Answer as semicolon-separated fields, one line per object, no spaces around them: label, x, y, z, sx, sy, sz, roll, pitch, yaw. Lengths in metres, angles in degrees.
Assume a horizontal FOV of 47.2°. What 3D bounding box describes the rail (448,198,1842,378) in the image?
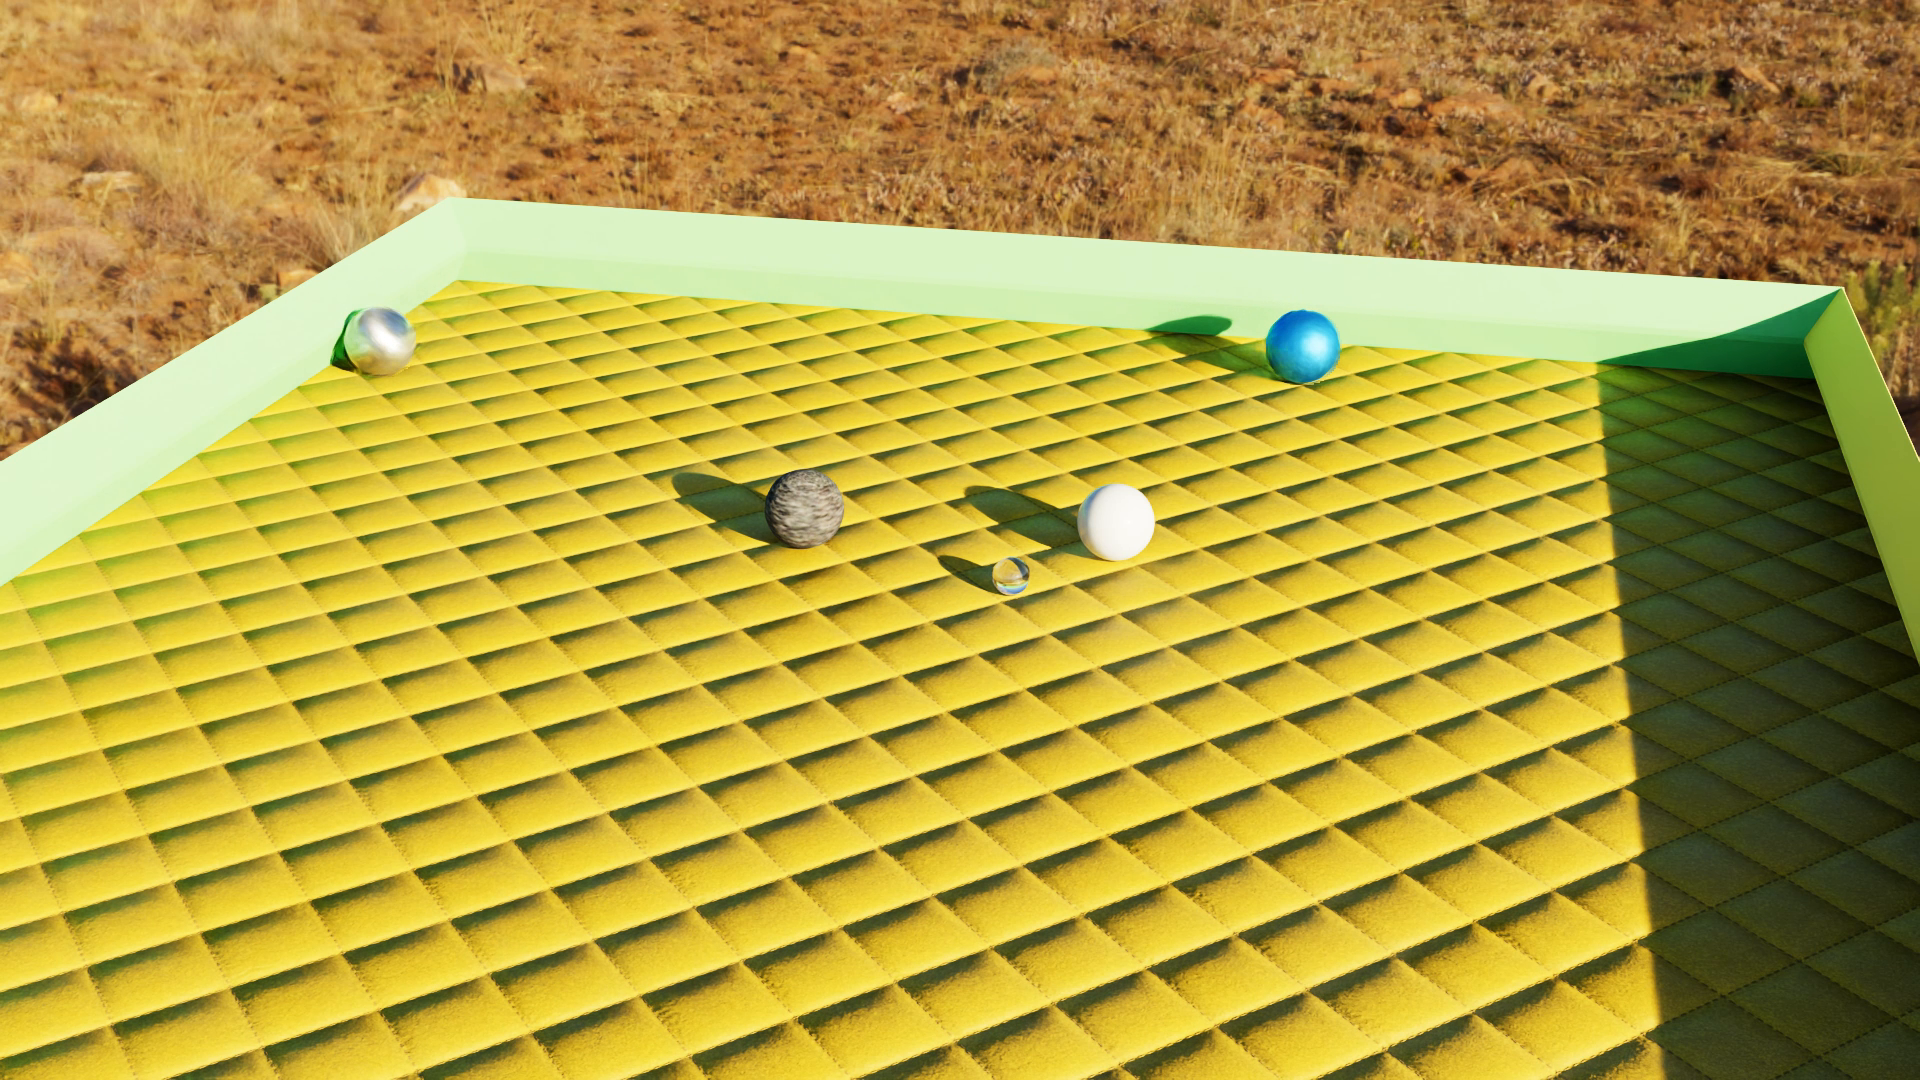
rail;0.193;-0.360;3.134;2.003;0.128;0.045;5;25;12

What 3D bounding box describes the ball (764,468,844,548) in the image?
ball;-0.174;-0.035;2.453;0.089;0.089;0.089;0;24;0

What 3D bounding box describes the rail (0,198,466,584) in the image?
rail;-1.151;0.232;1.801;0.045;0.128;3.498;5;25;12

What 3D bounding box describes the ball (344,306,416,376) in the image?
ball;-0.784;-0.270;2.975;0.094;0.094;0.094;0;24;0

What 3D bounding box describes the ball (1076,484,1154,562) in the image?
ball;0.172;-0.020;2.422;0.086;0.086;0.086;0;24;0

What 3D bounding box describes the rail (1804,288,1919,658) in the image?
rail;0.754;0.412;1.395;0.045;0.128;3.498;5;25;12

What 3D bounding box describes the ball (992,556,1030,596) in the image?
ball;0.055;0.038;2.346;0.041;0.041;0.041;0;24;0

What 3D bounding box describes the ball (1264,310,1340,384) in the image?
ball;0.458;-0.259;2.946;0.099;0.099;0.099;0;24;0
